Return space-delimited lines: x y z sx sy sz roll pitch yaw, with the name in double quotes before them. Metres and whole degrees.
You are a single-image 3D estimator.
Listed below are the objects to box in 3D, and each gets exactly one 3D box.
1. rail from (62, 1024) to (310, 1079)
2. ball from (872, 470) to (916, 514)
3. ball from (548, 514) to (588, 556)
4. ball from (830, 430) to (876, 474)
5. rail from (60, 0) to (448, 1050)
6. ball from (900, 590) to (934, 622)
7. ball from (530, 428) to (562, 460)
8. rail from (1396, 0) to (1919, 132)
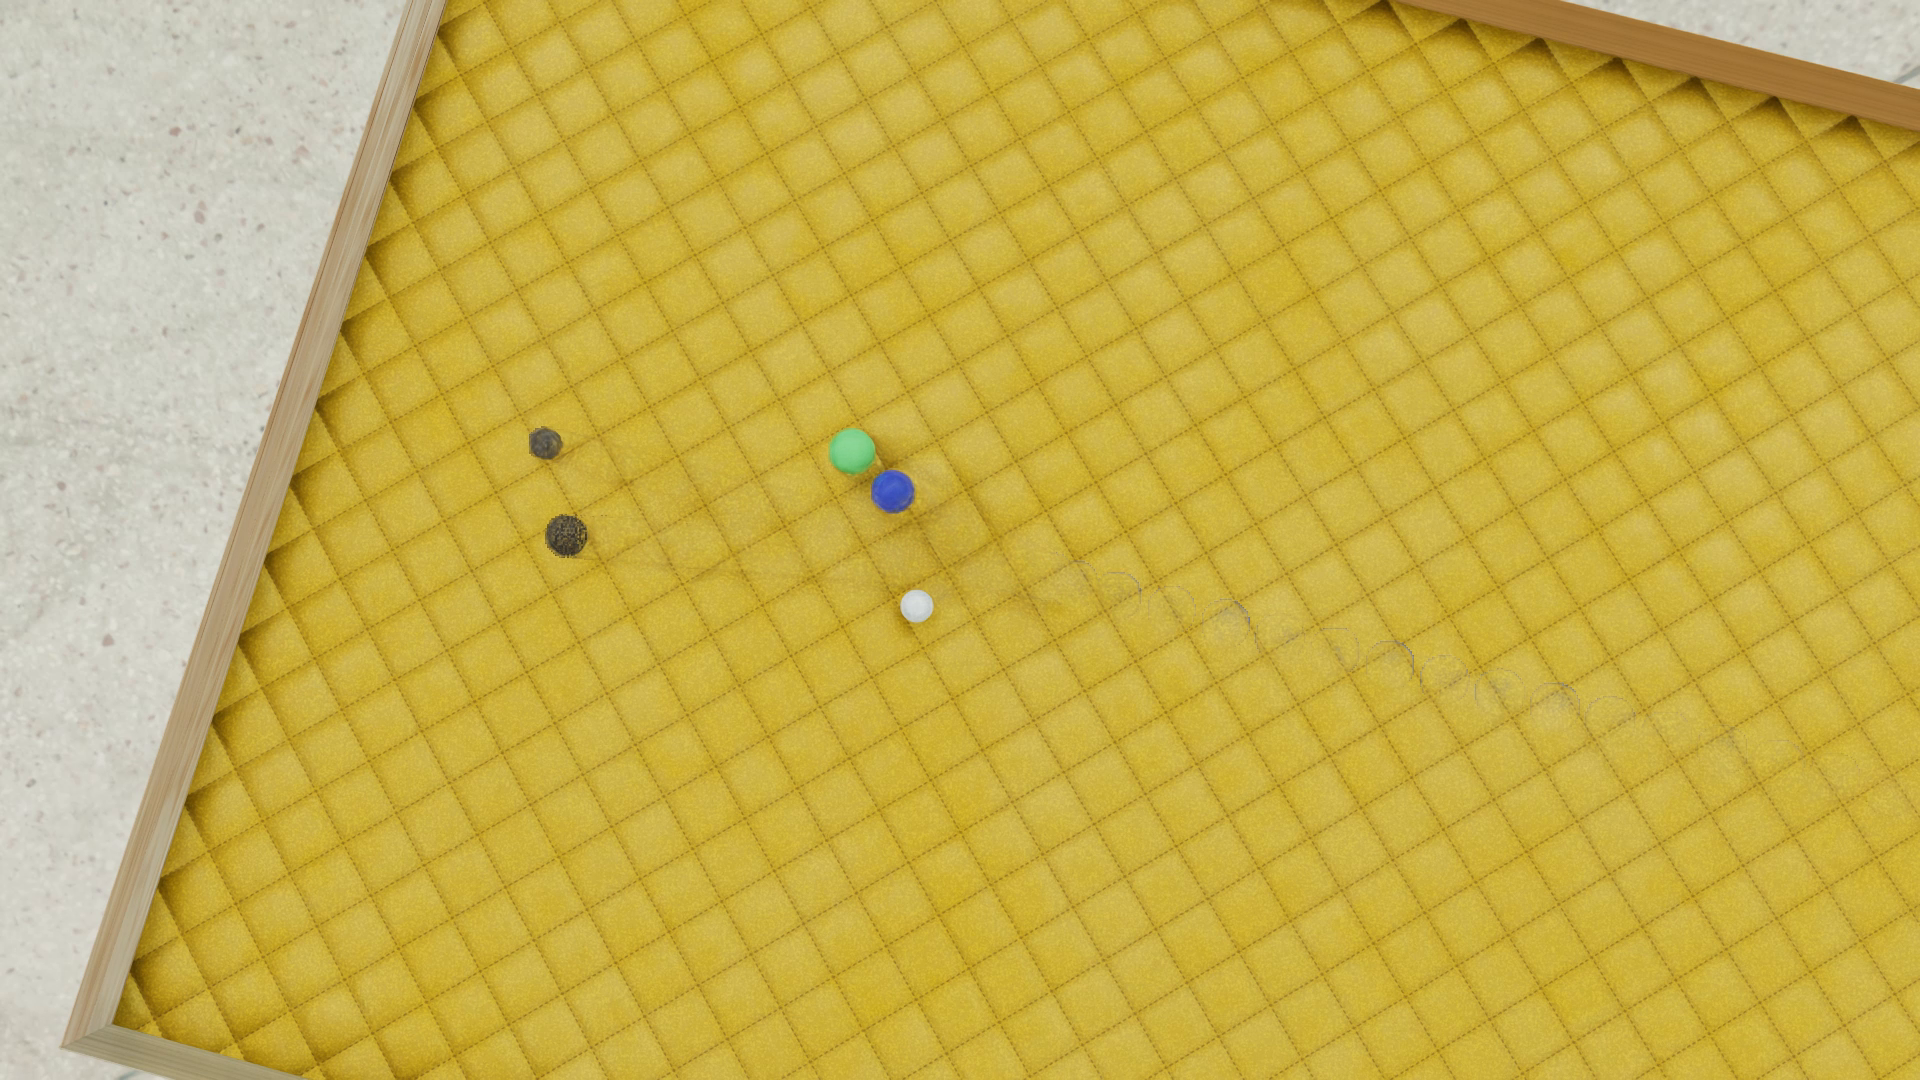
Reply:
"rail" 0.739 1.230 3.054 4.150 0.089 0.045 15 80 3
"ball" -0.099 -0.072 3.301 0.065 0.065 0.065 0 80 0
"ball" -0.587 -0.007 3.292 0.061 0.061 0.061 0 80 0
"ball" -0.161 -0.133 3.311 0.069 0.069 0.069 0 80 0
"rail" -0.979 -0.260 3.322 0.045 0.089 2.087 15 80 3
"ball" -0.064 0.098 3.279 0.050 0.050 0.050 0 80 0
"ball" -0.626 -0.145 3.323 0.048 0.048 0.048 0 80 0
"rail" 1.265 -0.709 3.403 4.150 0.089 0.045 15 80 3
